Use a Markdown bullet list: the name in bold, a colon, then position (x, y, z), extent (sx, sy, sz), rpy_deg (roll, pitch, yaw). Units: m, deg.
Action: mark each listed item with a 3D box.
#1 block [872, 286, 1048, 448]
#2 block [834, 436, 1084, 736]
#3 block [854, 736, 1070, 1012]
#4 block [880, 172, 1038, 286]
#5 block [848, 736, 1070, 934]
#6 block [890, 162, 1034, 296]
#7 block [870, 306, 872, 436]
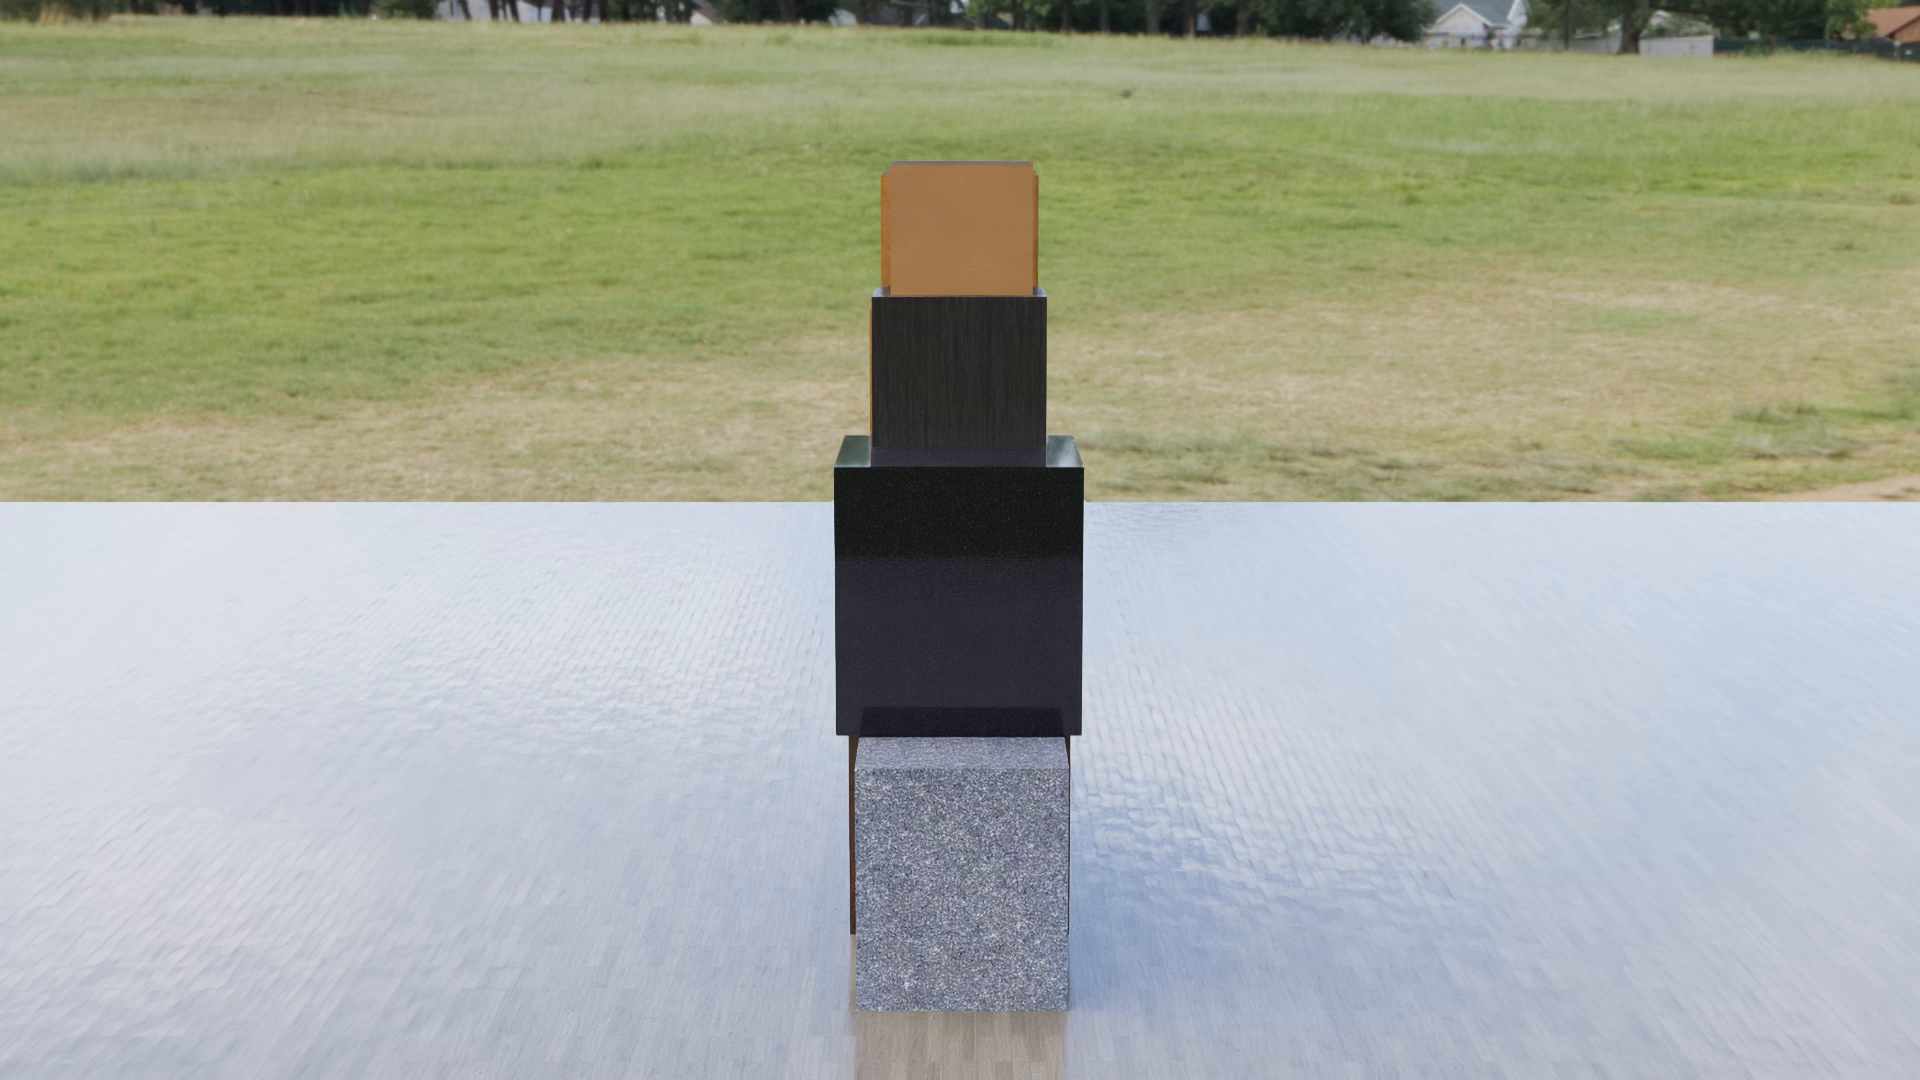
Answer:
- **block**: position (-0.003, -0.729, 10.684), extent (0.706, 0.610, 0.621), rpy_deg (0, 9, 0)
- **block**: position (-0.004, 0.162, 10.409), extent (0.960, 1.059, 0.980), rpy_deg (0, 9, 0)
- **block**: position (0.007, 1.242, 10.079), extent (0.800, 0.951, 0.873), rpy_deg (0, 10, 0)
- **block**: position (-0.002, -1.325, 11.276), extent (0.672, 0.567, 0.596), rpy_deg (0, 10, 0)
- **block**: position (-0.002, 1.140, 10.926), extent (0.905, 0.848, 0.811), rpy_deg (0, 10, 0)
- **block**: position (0.007, -1.301, 10.668), extent (0.577, 0.524, 0.599), rpy_deg (0, 9, 0)
- **block**: position (-0.016, -0.715, 11.387), extent (0.742, 0.674, 0.752), rpy_deg (0, 10, 0)
